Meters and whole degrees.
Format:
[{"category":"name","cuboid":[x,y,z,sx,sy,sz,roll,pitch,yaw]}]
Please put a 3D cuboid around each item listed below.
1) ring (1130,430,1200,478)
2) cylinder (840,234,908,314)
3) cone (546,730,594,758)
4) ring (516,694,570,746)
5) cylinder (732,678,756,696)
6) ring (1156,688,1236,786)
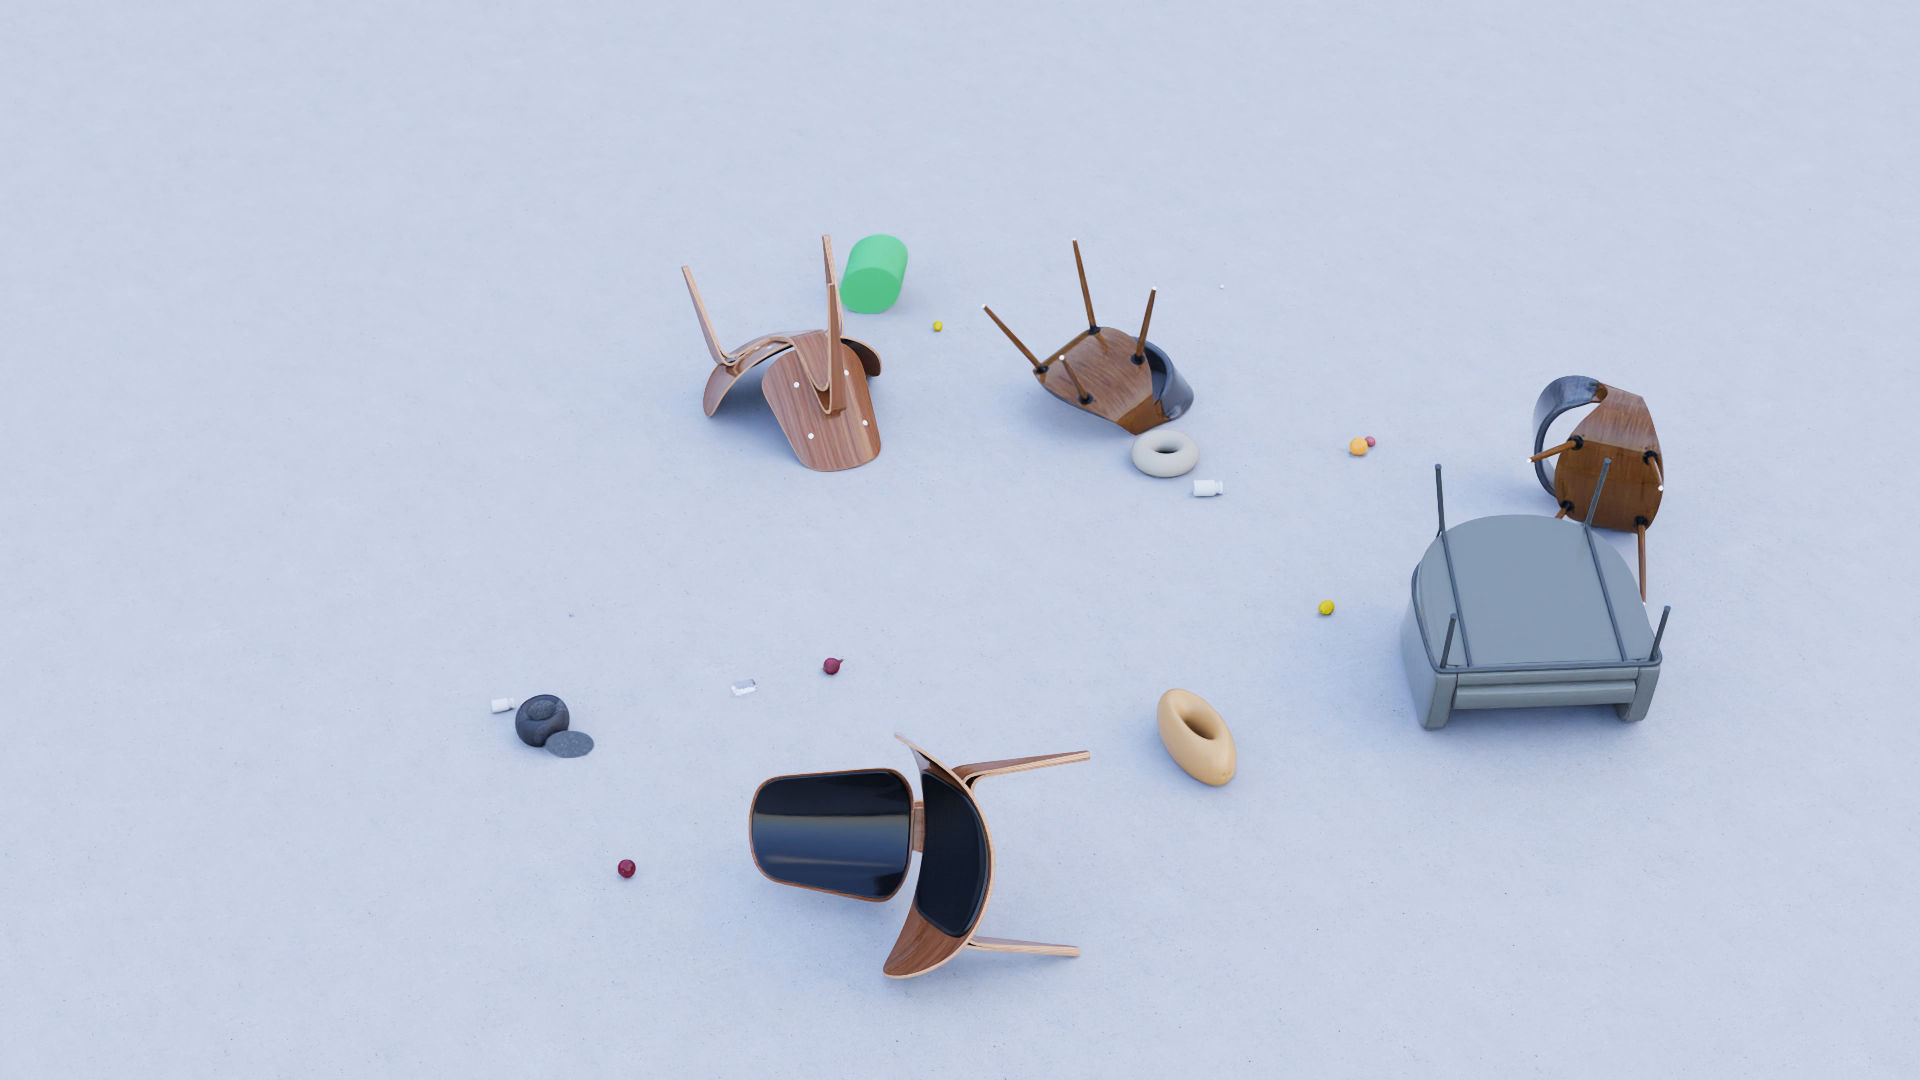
[{"category":"ring","cuboid":[0.796,-0.337,11.375,0.264,0.092,0.272,19,38,24]},{"category":"cylinder","cuboid":[-0.364,-1.131,12.459,0.263,0.215,0.305,-17,30,17]},{"category":"cone","cuboid":[-1.313,0.679,9.875,0.162,0.094,0.095,1,7,-6]},{"category":"ring","cuboid":[-1.413,0.611,9.923,0.183,0.105,0.212,3,35,9]},{"category":"cylinder","cuboid":[-0.746,0.508,10.142,0.073,0.034,0.058,17,46,-25]},{"category":"ring","cuboid":[0.790,0.657,9.803,0.198,0.160,0.448,-11,36,-20]}]
